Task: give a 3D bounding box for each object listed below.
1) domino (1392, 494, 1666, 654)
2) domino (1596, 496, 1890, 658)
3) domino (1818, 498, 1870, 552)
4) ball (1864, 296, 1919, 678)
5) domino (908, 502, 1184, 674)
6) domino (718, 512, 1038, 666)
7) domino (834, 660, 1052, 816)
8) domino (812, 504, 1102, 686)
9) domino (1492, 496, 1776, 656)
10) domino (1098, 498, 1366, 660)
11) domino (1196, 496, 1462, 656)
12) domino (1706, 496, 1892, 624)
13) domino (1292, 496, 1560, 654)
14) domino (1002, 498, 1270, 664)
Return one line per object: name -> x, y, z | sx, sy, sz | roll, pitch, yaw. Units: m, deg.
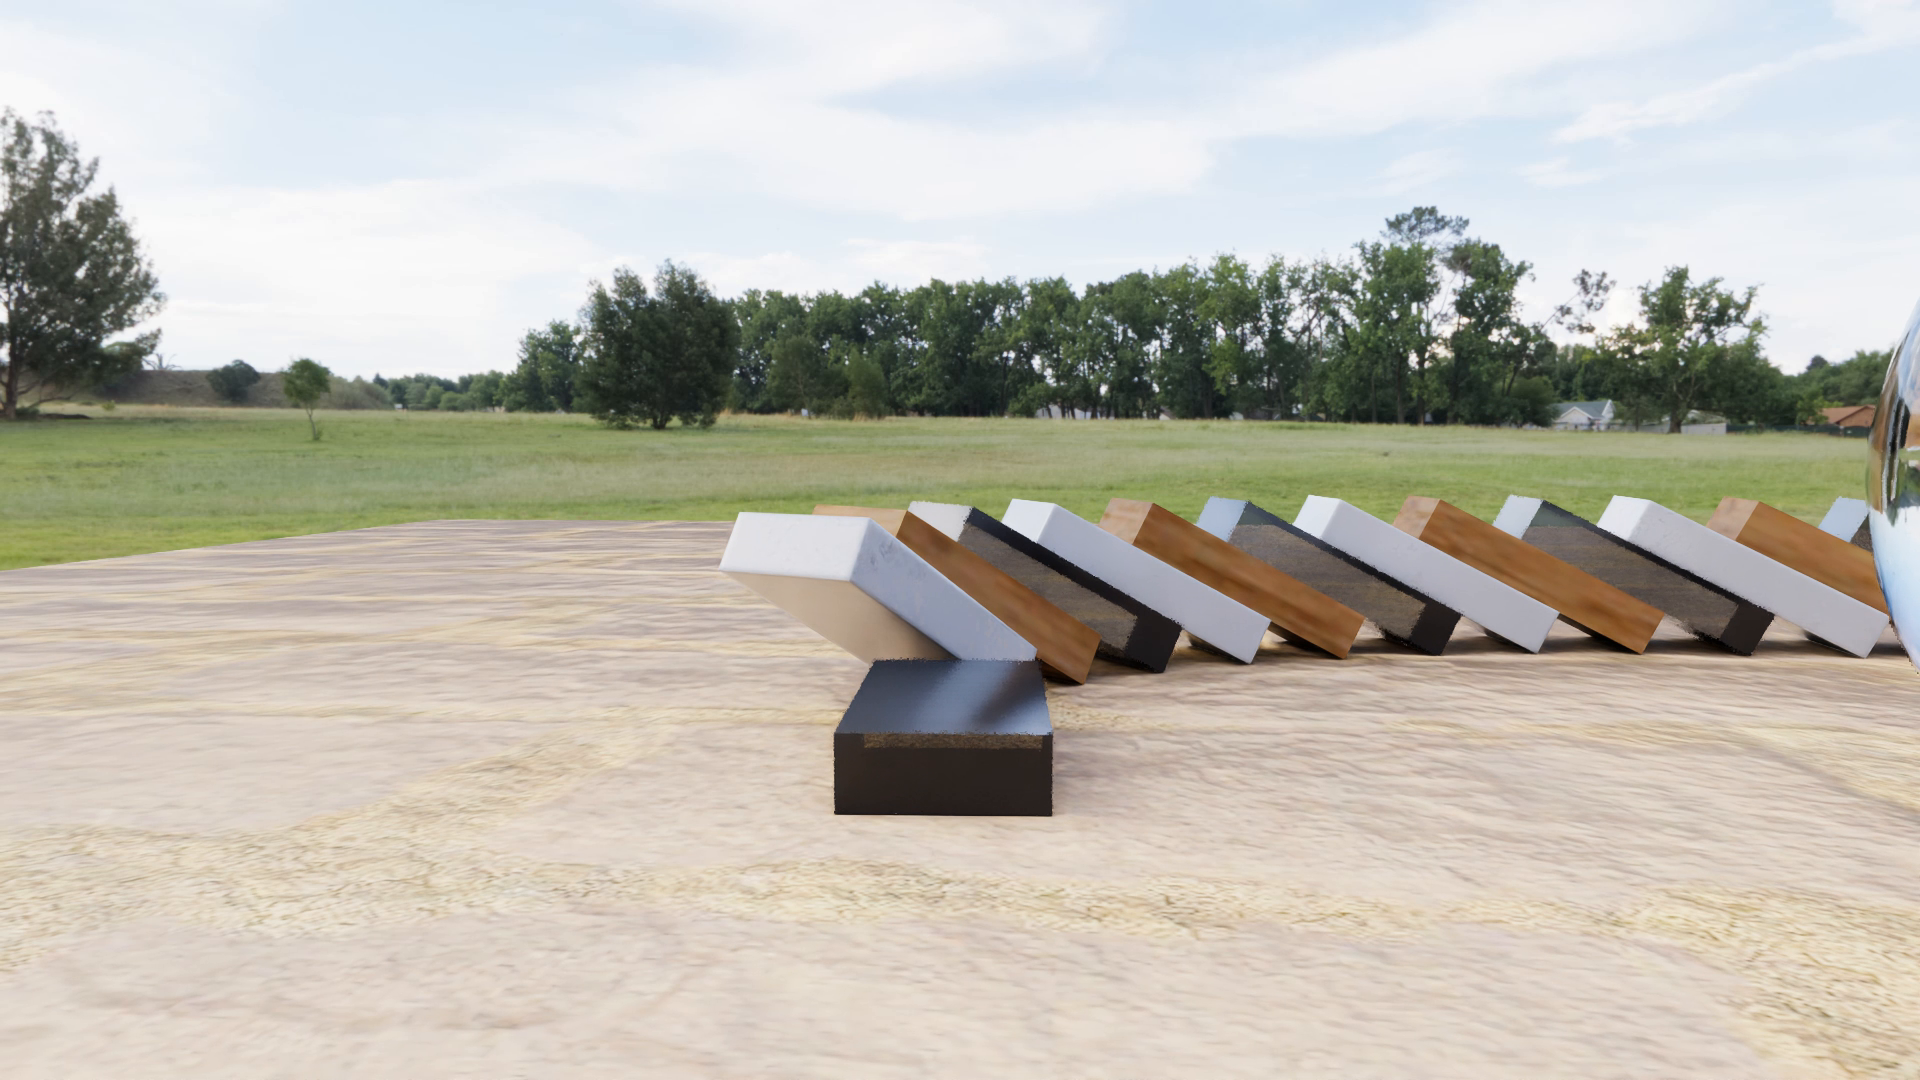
domino -> 0.119, 0.007, 0.272 | 0.050, 0.009, 0.025 | 27, 6, 3
domino -> 0.162, 0.007, 0.269 | 0.050, 0.009, 0.025 | 28, 9, 8
domino -> 0.206, 0.007, 0.261 | 0.050, 0.009, 0.025 | 29, 13, 16
ball -> 0.118, -0.005, 0.098 | 0.080, 0.080, 0.080 | 0, 4, 0
domino -> 0.014, 0.009, 0.239 | 0.050, 0.009, 0.025 | 29, -9, -26
domino -> -0.011, 0.011, 0.201 | 0.025, 0.009, 0.050 | 3, -24, 35
domino -> -0.001, 0.025, 0.171 | 0.025, 0.009, 0.050 | 0, 4, 2
domino -> -0.001, 0.010, 0.222 | 0.050, 0.009, 0.025 | 33, -18, -37
domino -> 0.140, 0.007, 0.271 | 0.050, 0.010, 0.025 | 28, 8, 6
domino -> 0.054, 0.007, 0.260 | 0.050, 0.009, 0.025 | 27, -1, -12
domino -> 0.075, 0.007, 0.266 | 0.050, 0.009, 0.025 | 27, 1, -7
domino -> 0.184, 0.007, 0.266 | 0.050, 0.009, 0.025 | 29, 11, 13
domino -> 0.097, 0.007, 0.271 | 0.050, 0.009, 0.025 | 27, 4, -1
domino -> 0.033, 0.008, 0.252 | 0.050, 0.009, 0.025 | 27, -4, -16
